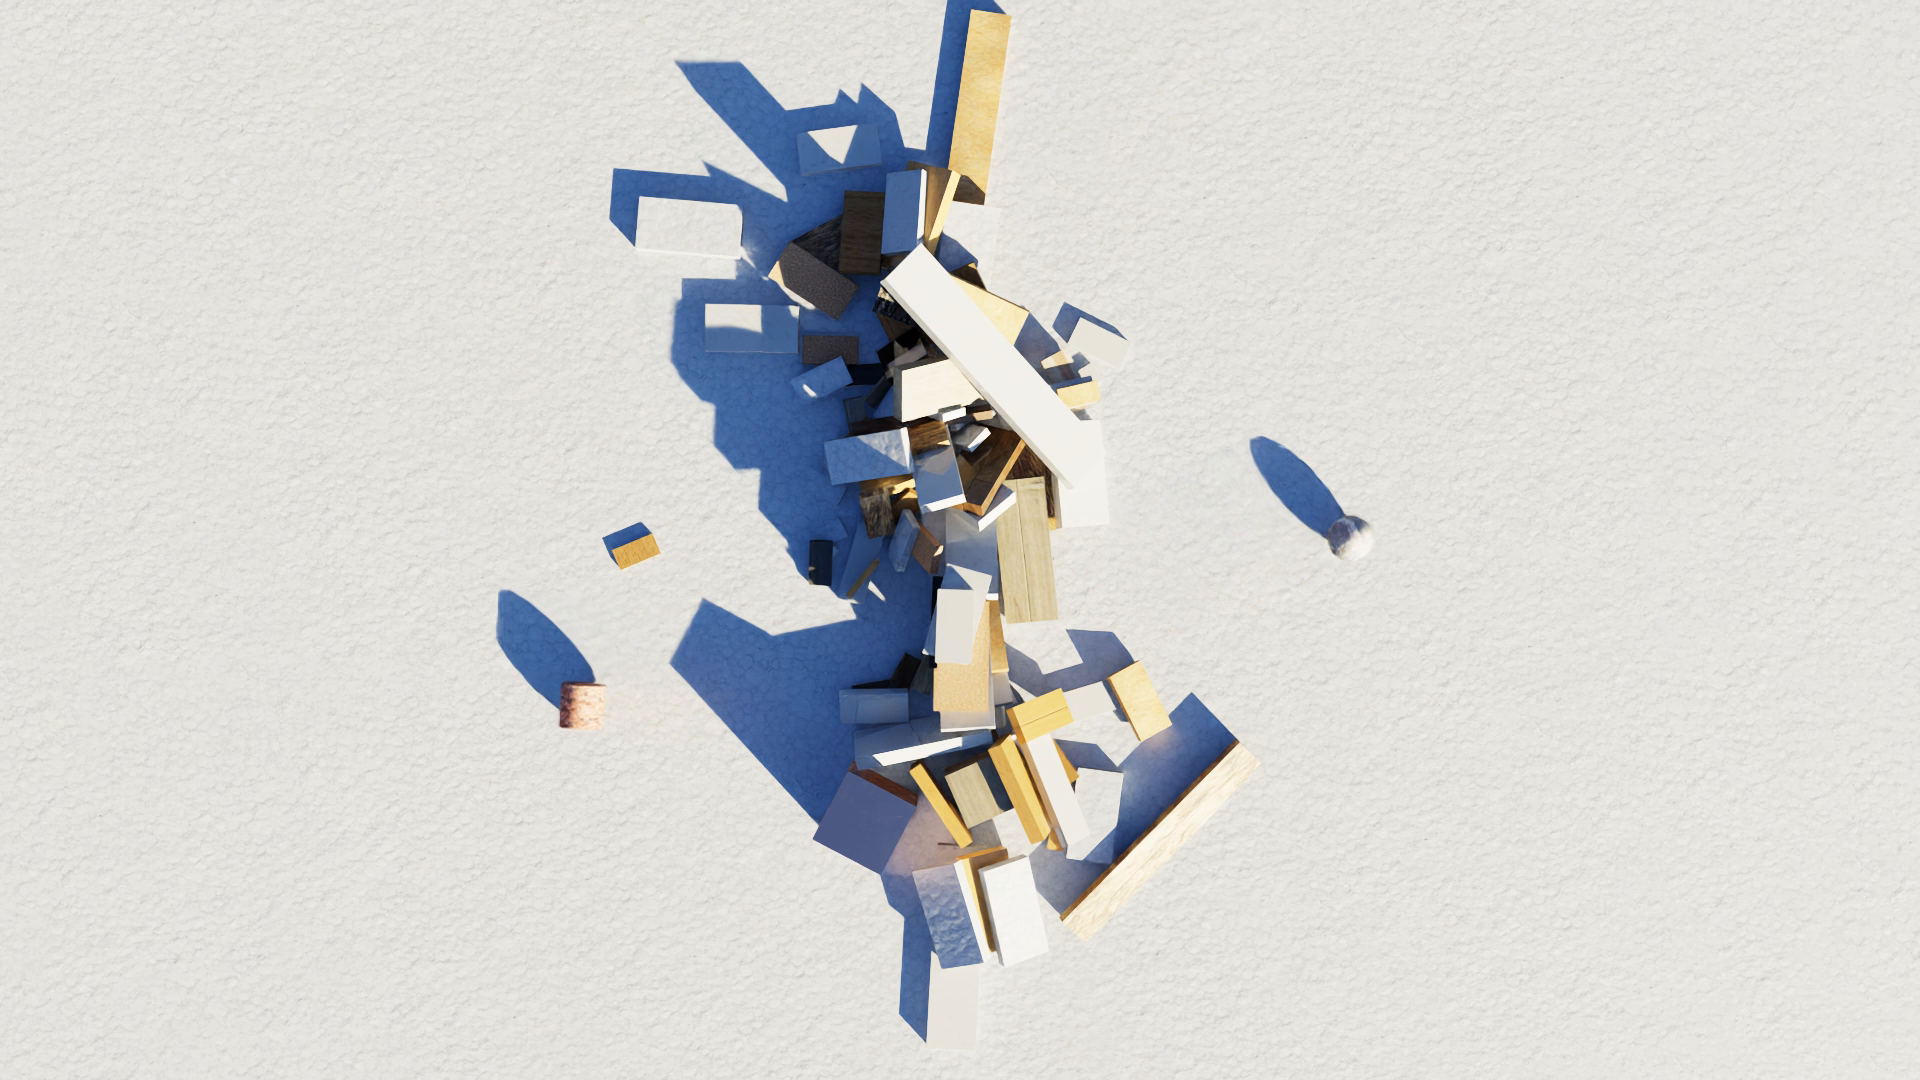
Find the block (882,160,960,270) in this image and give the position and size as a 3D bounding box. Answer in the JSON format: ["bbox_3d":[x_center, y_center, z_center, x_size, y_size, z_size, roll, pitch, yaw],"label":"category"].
[{"bbox_3d":[-0.142,-1.053,5.425,0.180,0.051,0.359,20,93,30],"label":"block"}]

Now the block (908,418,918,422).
[{"bbox_3d":[-0.173,-0.412,5.414,0.045,0.090,0.013,-26,122,-33],"label":"block"}]

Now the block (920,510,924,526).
[{"bbox_3d":[-0.082,-0.111,5.473,0.102,0.029,0.204,-2,90,0],"label":"block"}]

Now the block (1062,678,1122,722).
[{"bbox_3d":[0.443,0.530,5.486,0.203,0.029,0.102,-17,90,0],"label":"block"}]

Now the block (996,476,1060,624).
[{"bbox_3d":[0.215,0.033,5.430,0.172,0.049,0.473,-5,96,9],"label":"block"}]

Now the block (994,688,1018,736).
[{"bbox_3d":[0.138,0.548,5.439,0.102,0.029,0.203,-26,82,4],"label":"block"}]

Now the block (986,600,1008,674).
[{"bbox_3d":[0.048,0.270,5.407,0.173,0.049,0.346,-8,74,-1],"label":"block"}]

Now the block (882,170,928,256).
[{"bbox_3d":[-0.181,-1.070,5.398,0.135,0.038,0.270,0,83,29],"label":"block"}]

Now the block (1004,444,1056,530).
[{"bbox_3d":[0.238,-0.190,5.476,0.172,0.049,0.344,-18,90,0],"label":"block"}]

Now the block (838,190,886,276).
[{"bbox_3d":[-0.320,-1.011,5.433,0.135,0.038,0.270,4,85,3],"label":"block"}]

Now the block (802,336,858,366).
[{"bbox_3d":[-0.431,-0.631,5.487,0.186,0.026,0.093,1,90,0],"label":"block"}]

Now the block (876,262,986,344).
[{"bbox_3d":[-0.080,-0.756,5.424,0.359,0.051,0.180,-24,105,9],"label":"block"}]

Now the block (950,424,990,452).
[{"bbox_3d":[0.009,-0.342,5.408,0.091,0.182,0.026,-47,125,-18],"label":"block"}]

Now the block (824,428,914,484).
[{"bbox_3d":[-0.294,-0.269,5.314,0.288,0.041,0.144,-7,98,27],"label":"block"}]

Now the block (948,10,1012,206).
[{"bbox_3d":[0.056,-1.410,5.481,0.135,0.038,0.680,8,90,0],"label":"block"}]

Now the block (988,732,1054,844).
[{"bbox_3d":[0.201,0.799,5.332,0.047,0.167,0.335,-24,92,18],"label":"block"}]

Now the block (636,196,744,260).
[{"bbox_3d":[-0.896,-1.036,5.476,0.344,0.049,0.172,5,90,0],"label":"block"}]

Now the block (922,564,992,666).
[{"bbox_3d":[-0.008,0.230,5.115,0.144,0.041,0.287,16,89,2],"label":"block"}]

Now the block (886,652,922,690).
[{"bbox_3d":[-0.184,0.451,5.476,0.069,0.020,0.139,30,85,-15],"label":"block"}]

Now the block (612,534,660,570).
[{"bbox_3d":[-1.076,0.039,5.490,0.142,0.020,0.071,-23,90,0],"label":"block"}]

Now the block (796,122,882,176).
[{"bbox_3d":[-0.401,-1.298,5.481,0.270,0.038,0.135,-8,90,0],"label":"block"}]

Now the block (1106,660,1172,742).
[{"bbox_3d":[0.594,0.533,5.464,0.119,0.034,0.239,-27,93,-14],"label":"block"}]

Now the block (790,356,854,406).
[{"bbox_3d":[-0.457,-0.528,5.469,0.190,0.027,0.095,-24,96,7],"label":"block"}]

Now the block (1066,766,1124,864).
[{"bbox_3d":[0.446,0.913,5.479,0.151,0.043,0.302,7,90,0],"label":"block"}]

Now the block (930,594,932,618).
[{"bbox_3d":[-0.011,0.151,5.372,0.173,0.049,0.346,-2,60,1],"label":"block"}]

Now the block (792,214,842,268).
[{"bbox_3d":[-0.418,-0.989,5.481,0.270,0.038,0.135,-28,90,0],"label":"block"}]

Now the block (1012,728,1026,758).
[{"bbox_3d":[0.204,0.664,5.393,0.015,0.054,0.108,-24,111,23],"label":"block"}]

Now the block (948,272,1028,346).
[{"bbox_3d":[0.051,-0.735,5.330,0.307,0.043,0.153,24,107,-7],"label":"block"}]

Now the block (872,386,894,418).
[{"bbox_3d":[-0.231,-0.433,5.473,0.074,0.021,0.148,32,92,24],"label":"block"}]

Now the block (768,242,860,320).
[{"bbox_3d":[-0.482,-0.855,5.447,0.270,0.038,0.135,32,97,-12],"label":"block"}]

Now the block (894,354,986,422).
[{"bbox_3d":[-0.058,-0.505,5.314,0.347,0.049,0.173,-18,122,-32],"label":"block"}]

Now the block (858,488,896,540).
[{"bbox_3d":[-0.269,-0.087,5.379,0.095,0.190,0.027,-13,46,-4],"label":"block"}]

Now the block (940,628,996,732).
[{"bbox_3d":[0.017,0.438,5.310,0.173,0.049,0.346,-3,74,0],"label":"block"}]

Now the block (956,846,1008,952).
[{"bbox_3d":[0.096,1.189,5.435,0.164,0.046,0.328,-10,95,-22],"label":"block"}]

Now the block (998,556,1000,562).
[{"bbox_3d":[0.199,0.054,5.486,0.204,0.029,0.102,30,90,0],"label":"block"}]

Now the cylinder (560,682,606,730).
[{"bbox_3d":[-1.240,0.546,5.429,0.142,0.142,0.142,4,90,0],"label":"cylinder"}]

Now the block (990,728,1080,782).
[{"bbox_3d":[0.246,0.701,5.456,0.151,0.043,0.302,-37,84,5],"label":"block"}]

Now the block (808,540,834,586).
[{"bbox_3d":[-0.461,0.076,5.467,0.076,0.021,0.151,3,107,0],"label":"block"}]

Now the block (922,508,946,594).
[{"bbox_3d":[-0.023,0.041,5.362,0.173,0.049,0.346,-6,65,-1],"label":"block"}]

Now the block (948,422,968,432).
[{"bbox_3d":[-0.049,-0.380,5.433,0.134,0.067,0.019,2,117,35],"label":"block"}]

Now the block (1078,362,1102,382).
[{"bbox_3d":[0.397,-0.524,5.490,0.137,0.019,0.068,-33,90,0],"label":"block"}]

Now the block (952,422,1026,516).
[{"bbox_3d":[0.067,-0.232,5.342,0.165,0.047,0.330,16,54,21],"label":"block"}]

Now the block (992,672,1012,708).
[{"bbox_3d":[0.056,0.383,5.426,0.173,0.049,0.346,-11,74,-2],"label":"block"}]

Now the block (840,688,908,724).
[{"bbox_3d":[-0.284,0.549,5.460,0.225,0.032,0.113,-1,117,0],"label":"block"}]

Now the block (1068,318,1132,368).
[{"bbox_3d":[0.464,-0.654,5.487,0.190,0.027,0.095,26,90,0],"label":"block"}]

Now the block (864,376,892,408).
[{"bbox_3d":[-0.271,-0.490,5.477,0.101,0.014,0.050,-49,134,0],"label":"block"}]

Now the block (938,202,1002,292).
[{"bbox_3d":[0.021,-0.928,5.453,0.180,0.051,0.359,8,97,0],"label":"block"}]

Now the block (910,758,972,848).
[{"bbox_3d":[-0.062,0.864,5.424,0.043,0.151,0.302,-34,90,0],"label":"block"}]
